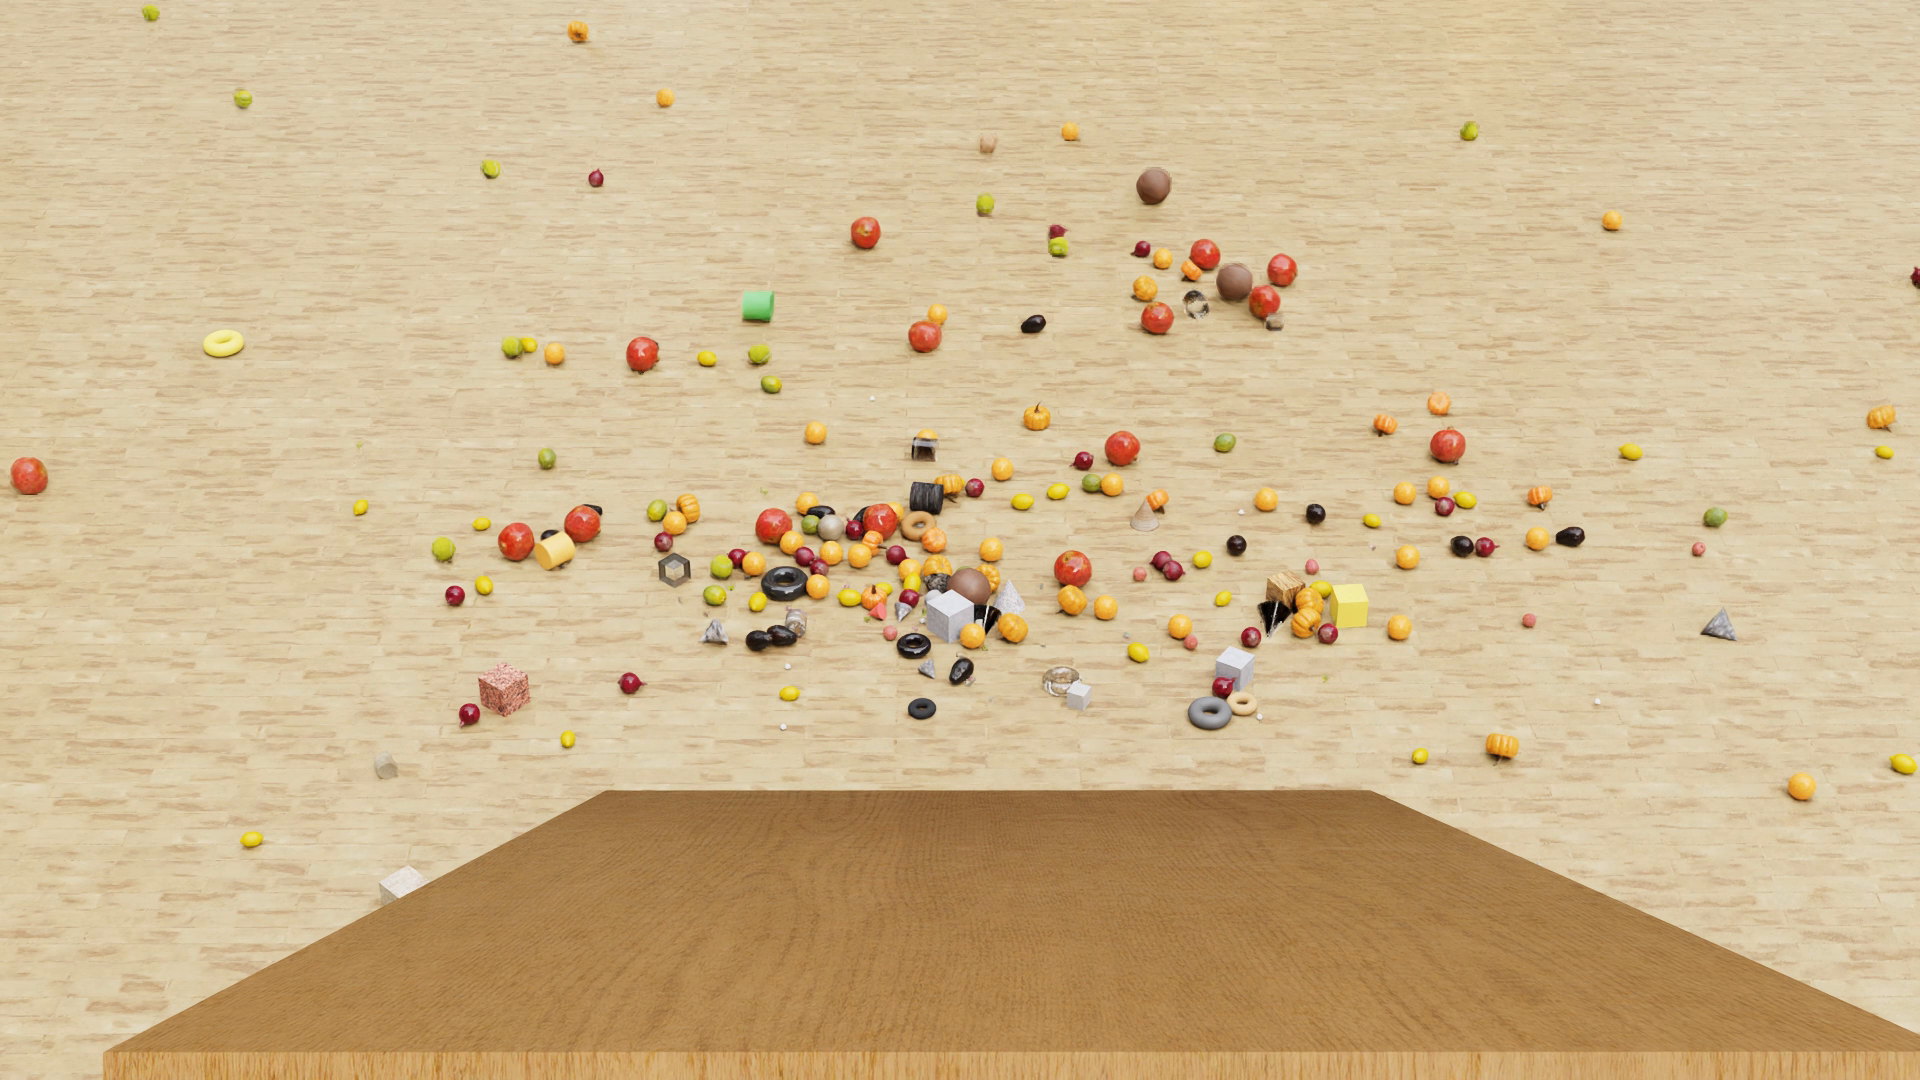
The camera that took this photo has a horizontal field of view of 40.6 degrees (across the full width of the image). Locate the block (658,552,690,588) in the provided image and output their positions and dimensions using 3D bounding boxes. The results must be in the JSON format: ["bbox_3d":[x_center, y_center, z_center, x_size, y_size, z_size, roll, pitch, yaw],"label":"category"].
[{"bbox_3d":[-0.849,0.090,7.718,0.067,0.067,0.067,26,42,33],"label":"block"}]

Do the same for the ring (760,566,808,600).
[{"bbox_3d":[-0.518,0.128,7.679,0.143,0.048,0.143,0,35,0],"label":"ring"}]

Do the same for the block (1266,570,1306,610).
[{"bbox_3d":[0.955,0.151,7.615,0.080,0.080,0.080,-18,38,-24],"label":"block"}]

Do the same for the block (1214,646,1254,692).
[{"bbox_3d":[0.772,0.363,7.302,0.080,0.080,0.080,20,39,27],"label":"block"}]

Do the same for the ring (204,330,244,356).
[{"bbox_3d":[-2.515,-0.672,8.862,0.137,0.046,0.137,-1,35,0],"label":"ring"}]

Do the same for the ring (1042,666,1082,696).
[{"bbox_3d":[0.286,0.396,7.292,0.114,0.038,0.114,-1,34,1],"label":"ring"}]

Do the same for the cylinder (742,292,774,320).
[{"bbox_3d":[-0.702,-0.813,9.026,0.095,0.095,0.095,3,34,4],"label":"cylinder"}]

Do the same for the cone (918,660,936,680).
[{"bbox_3d":[-0.083,0.374,7.336,0.053,0.053,0.053,-22,66,-29],"label":"cone"}]

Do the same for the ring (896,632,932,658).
[{"bbox_3d":[-0.132,0.303,7.433,0.101,0.034,0.101,-1,35,1],"label":"ring"}]

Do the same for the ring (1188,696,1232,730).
[{"bbox_3d":[0.690,0.477,7.169,0.123,0.041,0.123,-1,35,0],"label":"ring"}]

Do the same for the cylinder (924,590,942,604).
[{"bbox_3d":[-0.066,0.184,7.587,0.057,0.057,0.057,-19,38,-26],"label":"cylinder"}]

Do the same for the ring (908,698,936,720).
[{"bbox_3d":[-0.105,0.467,7.197,0.080,0.027,0.080,-1,34,1],"label":"ring"}]

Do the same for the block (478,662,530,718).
[{"bbox_3d":[-1.266,0.415,7.212,0.096,0.096,0.096,24,41,31],"label":"block"}]

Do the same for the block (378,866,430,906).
[{"bbox_3d":[-1.389,0.892,6.512,0.091,0.091,0.091,29,43,35],"label":"block"}]

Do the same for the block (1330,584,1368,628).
[{"bbox_3d":[1.131,0.191,7.548,0.088,0.088,0.088,-3,34,-5],"label":"block"}]

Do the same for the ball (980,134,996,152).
[{"bbox_3d":[0.109,-1.549,10.136,0.069,0.069,0.069,0,34,0],"label":"ball"}]

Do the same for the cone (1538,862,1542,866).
[{"bbox_3d":[1.437,0.877,6.575,0.098,0.098,0.098,-21,30,18],"label":"cone"}]

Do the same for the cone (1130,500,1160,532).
[{"bbox_3d":[0.568,-0.089,7.959,0.092,0.092,0.092,0,34,0],"label":"cone"}]

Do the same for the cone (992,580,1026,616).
[{"bbox_3d":[0.144,0.153,7.598,0.096,0.096,0.096,0,34,0],"label":"cone"}]

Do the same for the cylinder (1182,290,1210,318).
[{"bbox_3d":[0.822,-0.821,9.055,0.076,0.076,0.076,-14,61,-20],"label":"cylinder"}]

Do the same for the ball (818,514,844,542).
[{"bbox_3d":[-0.391,-0.037,7.892,0.082,0.082,0.082,0,34,0],"label":"ball"}]

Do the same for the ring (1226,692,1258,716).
[{"bbox_3d":[0.783,0.455,7.212,0.089,0.030,0.089,-1,35,1],"label":"ring"}]

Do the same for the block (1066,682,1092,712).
[{"bbox_3d":[0.331,0.435,7.222,0.051,0.051,0.051,16,37,22],"label":"block"}]

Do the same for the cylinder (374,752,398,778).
[{"bbox_3d":[-1.542,0.605,6.970,0.052,0.052,0.052,-16,37,-22],"label":"cylinder"}]

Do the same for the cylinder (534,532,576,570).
[{"bbox_3d":[-1.216,0.032,7.785,0.087,0.087,0.087,-29,44,-36],"label":"cylinder"}]

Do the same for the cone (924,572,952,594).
[{"bbox_3d":[-0.061,0.154,7.649,0.084,0.084,0.084,-4,61,-6],"label":"cone"}]

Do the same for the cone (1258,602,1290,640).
[{"bbox_3d":[0.901,0.246,7.507,0.100,0.100,0.100,8,61,11],"label":"cone"}]

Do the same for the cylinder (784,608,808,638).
[{"bbox_3d":[-0.474,0.241,7.499,0.062,0.062,0.062,1,34,2],"label":"cylinder"}]

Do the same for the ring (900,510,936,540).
[{"bbox_3d":[-0.126,-0.043,7.926,0.112,0.037,0.112,-3,47,4],"label":"ring"}]

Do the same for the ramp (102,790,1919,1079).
[{"bbox_3d":[0.075,0.653,4.797,2.000,0.100,4.000,0,-1,0],"label":"ramp"}]

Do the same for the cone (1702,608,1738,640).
[{"bbox_3d":[2.209,0.260,7.487,0.097,0.097,0.097,42,46,10],"label":"cone"}]

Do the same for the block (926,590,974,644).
[{"bbox_3d":[-0.028,0.221,7.497,0.096,0.096,0.096,-27,42,-34],"label":"block"}]

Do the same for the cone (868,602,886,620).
[{"bbox_3d":[-0.250,0.213,7.575,0.052,0.052,0.052,-15,27,27],"label":"cone"}]
